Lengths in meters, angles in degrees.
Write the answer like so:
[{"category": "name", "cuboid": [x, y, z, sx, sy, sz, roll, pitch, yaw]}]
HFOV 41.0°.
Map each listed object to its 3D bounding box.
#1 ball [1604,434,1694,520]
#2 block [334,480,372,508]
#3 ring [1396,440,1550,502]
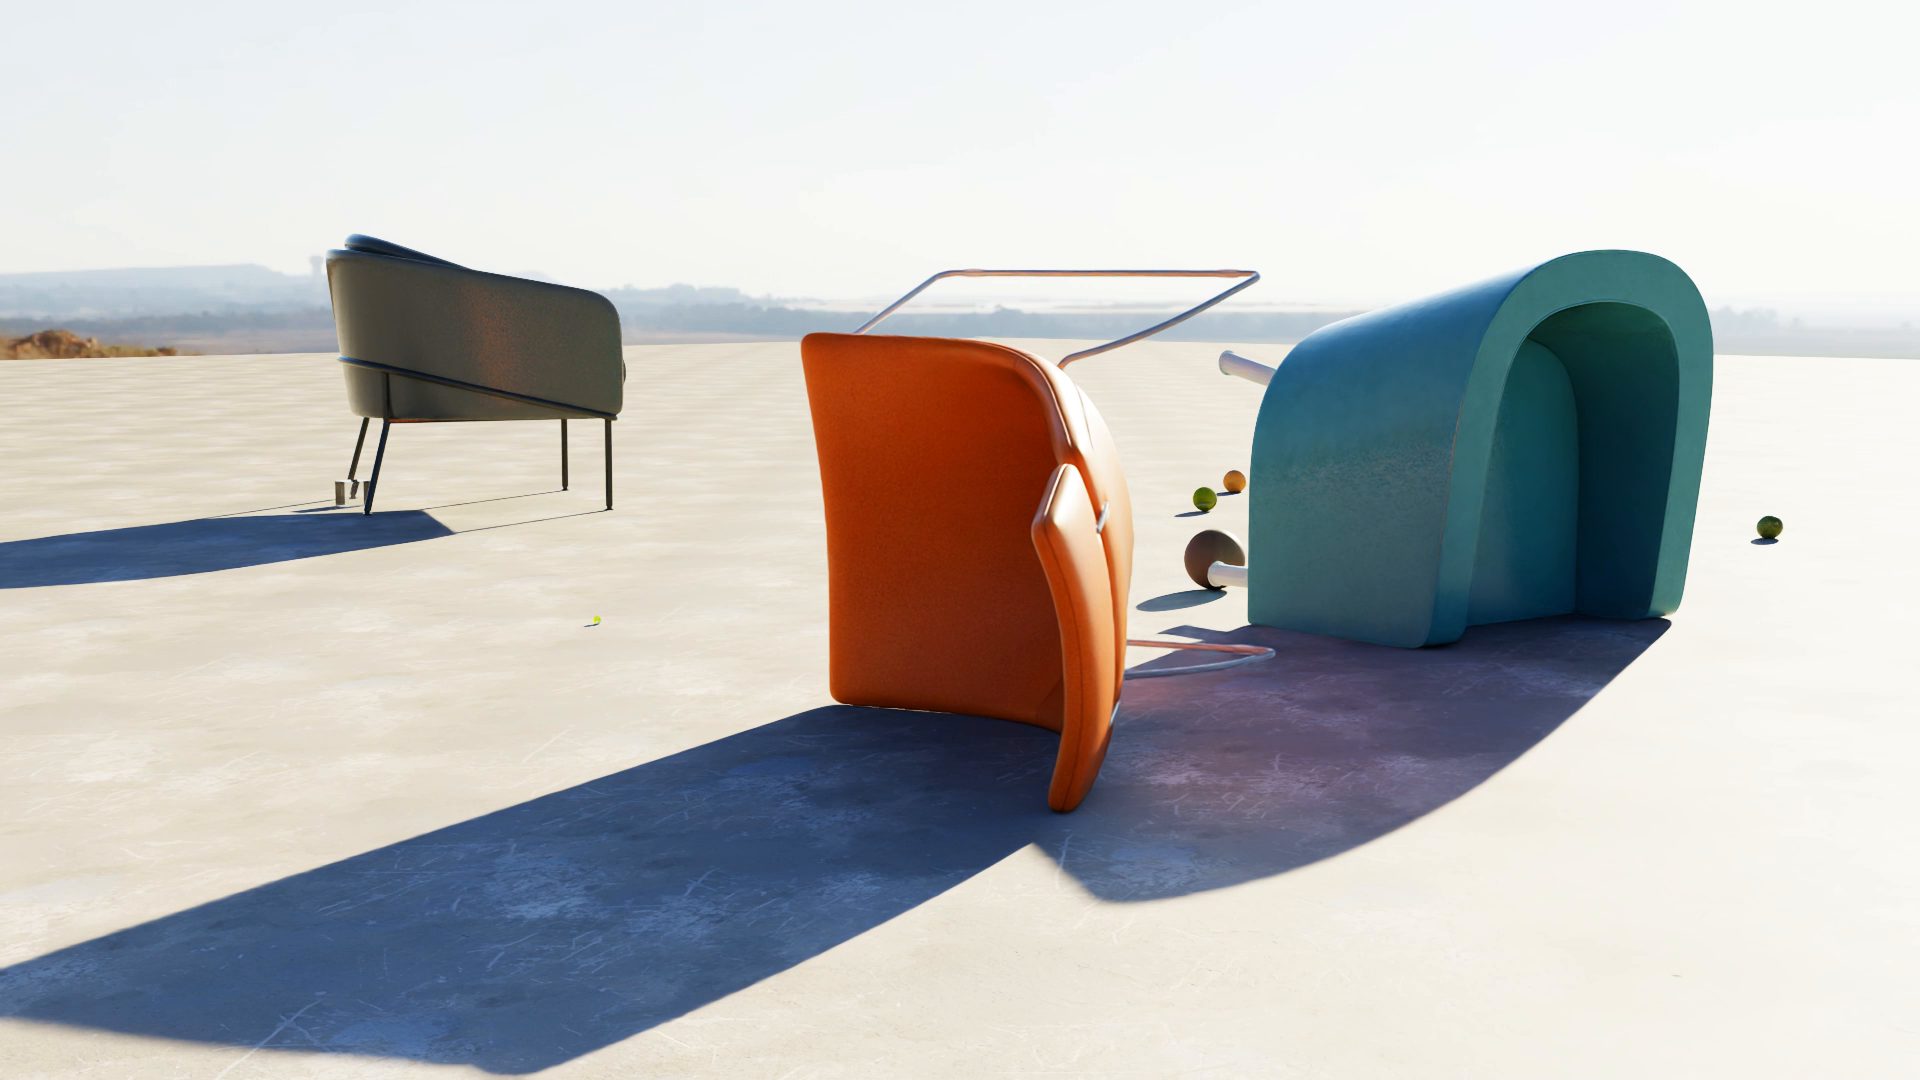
[{"category": "ball", "cuboid": [1.860, -0.171, 6.932, 0.235, 0.235, 0.235, 0, 6, 0]}, {"category": "block", "cuboid": [-1.743, -0.135, 7.369, 0.064, 0.072, 0.077, 5, 8, 40]}, {"category": "ring", "cuboid": [1.531, -0.207, 7.649, 0.478, 0.163, 0.404, -4, 8, -26]}]
